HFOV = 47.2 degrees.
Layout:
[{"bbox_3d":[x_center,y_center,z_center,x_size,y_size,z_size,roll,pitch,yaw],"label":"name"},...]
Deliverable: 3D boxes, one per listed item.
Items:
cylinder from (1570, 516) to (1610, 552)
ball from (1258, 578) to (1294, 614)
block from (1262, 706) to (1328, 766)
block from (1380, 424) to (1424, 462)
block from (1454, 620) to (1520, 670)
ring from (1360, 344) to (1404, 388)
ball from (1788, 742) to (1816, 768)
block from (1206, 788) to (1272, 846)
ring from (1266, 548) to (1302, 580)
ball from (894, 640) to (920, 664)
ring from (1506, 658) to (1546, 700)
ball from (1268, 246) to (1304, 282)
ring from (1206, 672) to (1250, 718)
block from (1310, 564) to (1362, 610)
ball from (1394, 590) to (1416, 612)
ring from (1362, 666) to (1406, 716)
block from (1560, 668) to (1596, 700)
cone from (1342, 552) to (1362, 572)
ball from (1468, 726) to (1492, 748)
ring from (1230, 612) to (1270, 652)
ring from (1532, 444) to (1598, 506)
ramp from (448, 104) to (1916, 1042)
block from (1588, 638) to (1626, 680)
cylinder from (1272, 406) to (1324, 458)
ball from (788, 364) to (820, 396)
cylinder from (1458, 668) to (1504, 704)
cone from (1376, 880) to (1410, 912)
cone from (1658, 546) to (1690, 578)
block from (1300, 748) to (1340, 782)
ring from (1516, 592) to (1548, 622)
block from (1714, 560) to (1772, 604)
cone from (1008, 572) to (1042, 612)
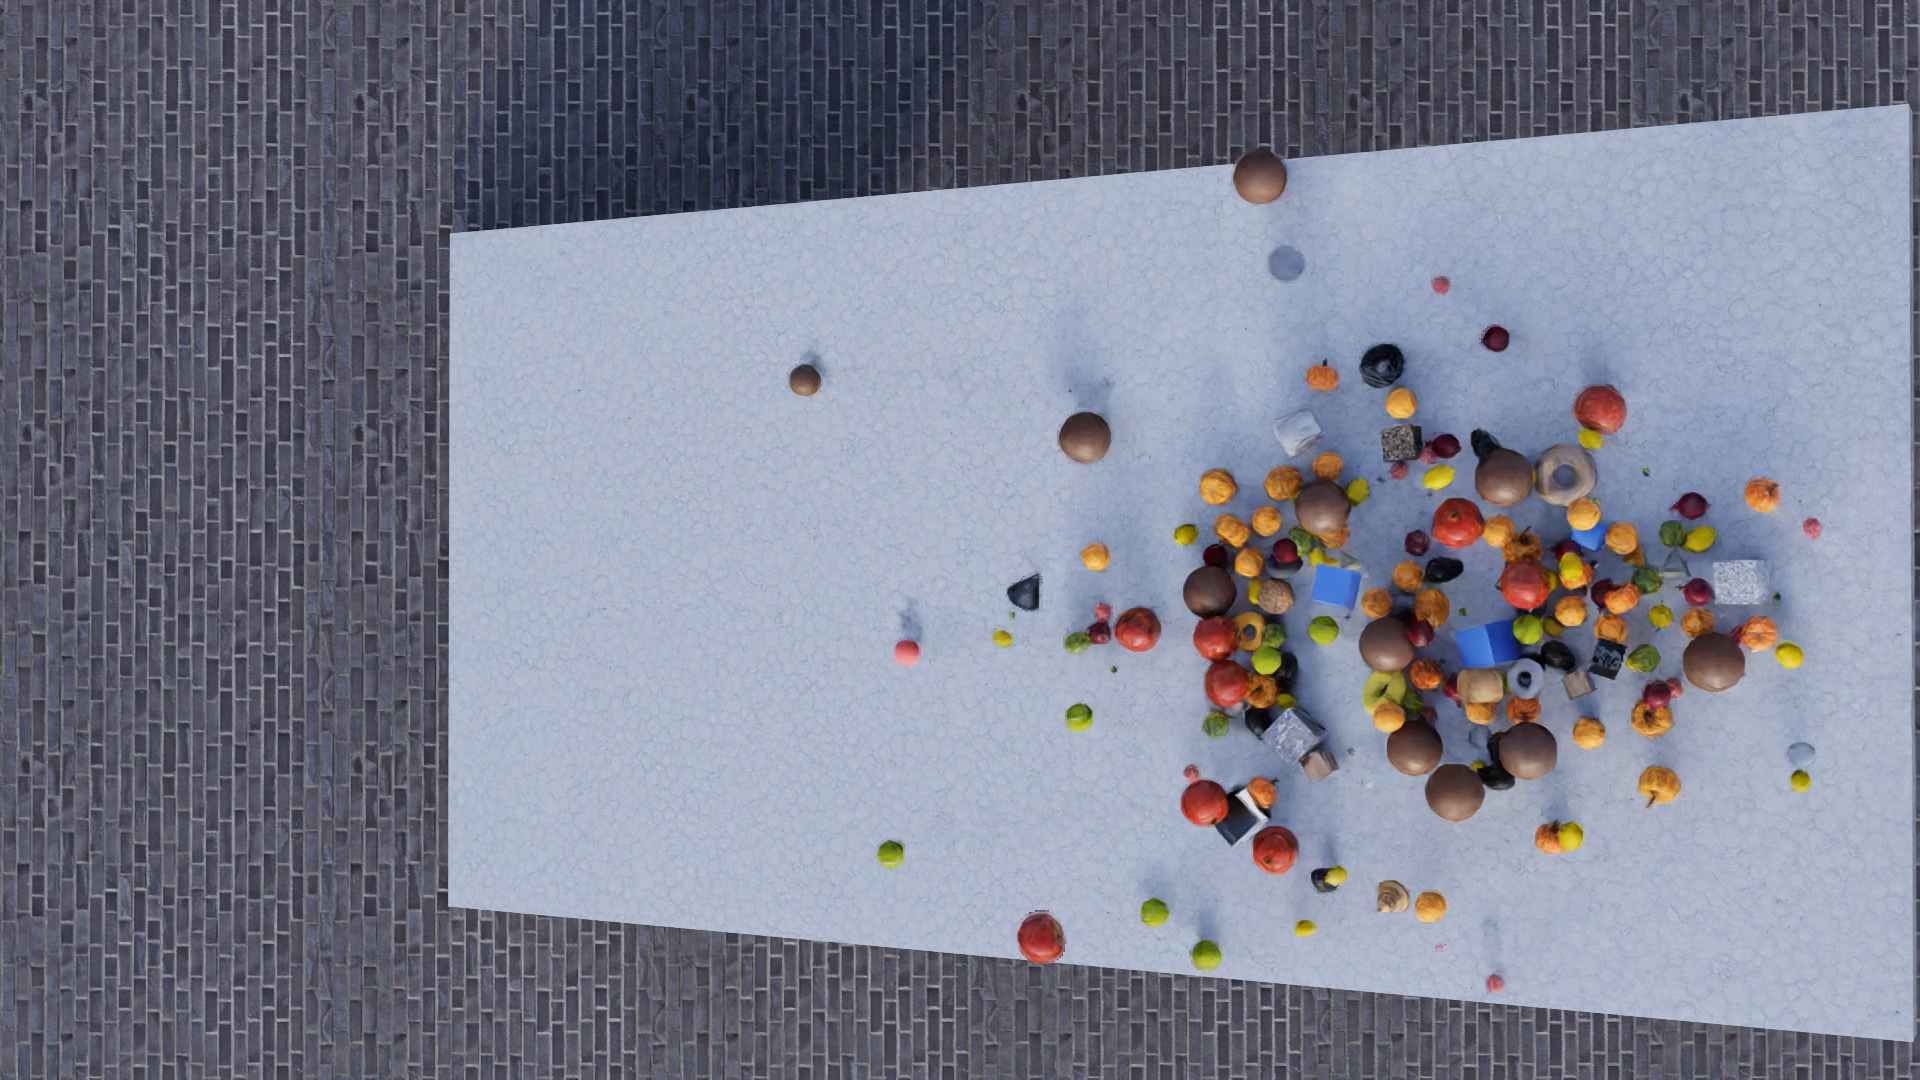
[{"bbox_3d":[1.422,-0.013,4.967,0.062,0.062,0.062,29,89,28],"label":"cylinder"},{"bbox_3d":[0.761,0.136,5.298,0.088,0.088,0.088,0,89,0],"label":"ball"},{"bbox_3d":[0.803,0.467,5.267,0.098,0.098,0.098,47,109,20],"label":"block"},{"bbox_3d":[1.038,-0.226,5.164,0.075,0.075,0.075,-8,86,27],"label":"block"},{"bbox_3d":[1.209,0.240,5.042,0.091,0.091,0.091,-9,83,-37],"label":"block"},{"bbox_3d":[0.997,-0.412,5.197,0.111,0.037,0.111,-16,62,32],"label":"ring"},{"bbox_3d":[1.821,0.466,4.758,0.058,0.058,0.058,0,89,0],"label":"ball"},{"bbox_3d":[0.676,0.671,5.333,0.095,0.095,0.095,-47,70,19],"label":"block"},{"bbox_3d":[0.780,0.058,5.299,0.091,0.091,0.030,-25,131,0],"label":"ring"},{"bbox_3d":[-0.139,0.294,5.778,0.067,0.067,0.067,0,89,0],"label":"ball"},{"bbox_3d":[1.279,0.313,4.971,0.094,0.031,0.094,0,90,44],"label":"ring"},{"bbox_3d":[0.786,-0.663,5.295,0.086,0.086,0.086,0,89,0],"label":"ball"},{"bbox_3d":[0.654,0.379,5.380,0.112,0.037,0.112,-1,88,27],"label":"ring"},{"bbox_3d":[0.879,0.109,5.140,0.084,0.084,0.084,12,86,25],"label":"block"},{"bbox_3d":[1.045,0.142,5.171,0.050,0.050,0.050,0,89,0],"label":"ball"},{"bbox_3d":[0.998,0.353,5.168,0.042,0.127,0.127,28,89,-26],"label":"ring"},{"bbox_3d":[1.401,0.326,4.981,0.054,0.054,0.054,-27,77,25],"label":"block"},{"bbox_3d":[0.918,0.045,5.223,0.053,0.053,0.053,-26,62,0],"label":"cone"},{"bbox_3d":[1.203,0.455,5.084,0.053,0.053,0.053,0,89,0],"label":"ball"},{"bbox_3d":[0.706,0.223,5.357,0.100,0.033,0.100,0,91,27],"label":"ring"},{"bbox_3d":[1.376,-0.147,5.003,0.144,0.048,0.144,0,91,28],"label":"ring"},{"bbox_3d":[0.277,0.078,5.657,4.000,0.100,2.000,0,89,28],"label":"ramp"},{"bbox_3d":[1.443,0.265,4.905,0.060,0.060,0.060,19,67,13],"label":"block"},{"bbox_3d":[0.806,-0.258,5.250,0.092,0.092,0.092,-27,89,3],"label":"cylinder"},{"bbox_3d":[-0.418,-0.429,5.920,0.086,0.086,0.086,0,89,0],"label":"ball"},{"bbox_3d":[1.187,0.333,5.016,0.079,0.079,0.079,-2,89,-8],"label":"cylinder"},{"bbox_3d":[0.981,0.840,5.077,0.085,0.085,0.085,17,118,34],"label":"cone"},{"bbox_3d":[1.575,0.044,4.849,0.067,0.067,0.067,3,80,0],"label":"cone"},{"bbox_3d":[0.860,0.538,5.255,0.057,0.057,0.057,-35,74,33],"label":"block"},{"bbox_3d":[1.303,0.153,5.011,0.075,0.025,0.075,-7,115,-14],"label":"ring"},{"bbox_3d":[1.707,0.092,4.794,0.093,0.093,0.093,-3,88,37],"label":"block"},{"bbox_3d":[0.183,0.113,5.578,0.095,0.095,0.095,30,128,0],"label":"cone"}]
